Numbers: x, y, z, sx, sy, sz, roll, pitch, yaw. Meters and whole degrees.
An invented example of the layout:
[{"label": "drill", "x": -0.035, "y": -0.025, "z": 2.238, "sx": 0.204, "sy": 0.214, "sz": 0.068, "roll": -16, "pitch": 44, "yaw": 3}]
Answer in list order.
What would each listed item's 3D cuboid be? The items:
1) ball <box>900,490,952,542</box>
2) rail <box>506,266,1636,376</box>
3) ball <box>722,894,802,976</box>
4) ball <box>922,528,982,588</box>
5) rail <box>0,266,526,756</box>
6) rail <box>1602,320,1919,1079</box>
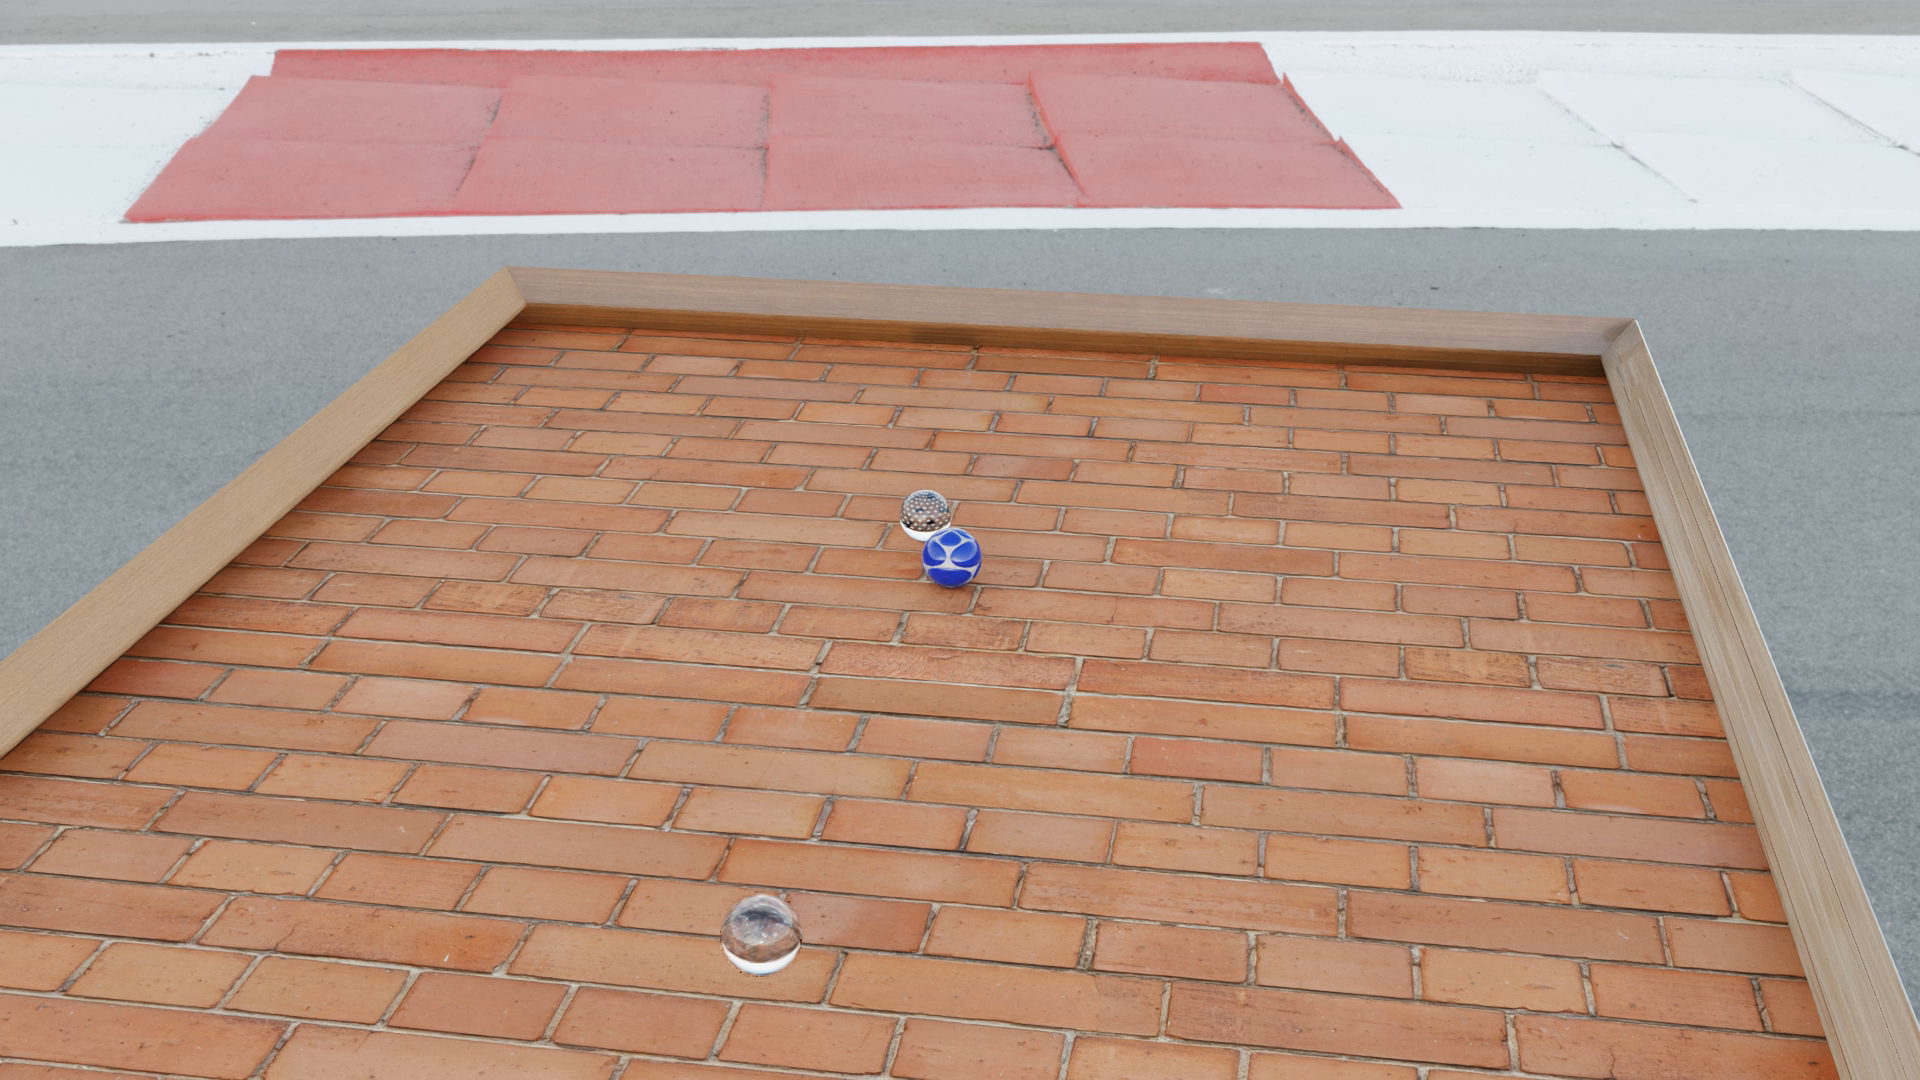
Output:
[{"label": "ball", "x": -0.038, "y": -0.027, "z": 2.423, "sx": 0.058, "sy": 0.058, "sz": 0.058, "roll": 0, "pitch": 23, "yaw": 0}, {"label": "rail", "x": 0.118, "y": -0.295, "z": 3.019, "sx": 1.567, "sy": 0.083, "sz": 0.045, "roll": 4, "pitch": 23, "yaw": 8}, {"label": "ball", "x": -0.150, "y": 0.297, "z": 1.659, "sx": 0.060, "sy": 0.060, "sz": 0.060, "roll": 0, "pitch": 23, "yaw": 0}, {"label": "ball", "x": -0.009, "y": 0.019, "z": 2.309, "sx": 0.064, "sy": 0.064, "sz": 0.064, "roll": 0, "pitch": 23, "yaw": 0}, {"label": "rail", "x": -0.872, "y": 0.235, "z": 1.774, "sx": 0.045, "sy": 0.083, "sz": 3.036, "roll": 4, "pitch": 23, "yaw": 8}, {"label": "rail", "x": 0.628, "y": 0.331, "z": 1.550, "sx": 0.045, "sy": 0.083, "sz": 3.036, "roll": 4, "pitch": 23, "yaw": 8}]
